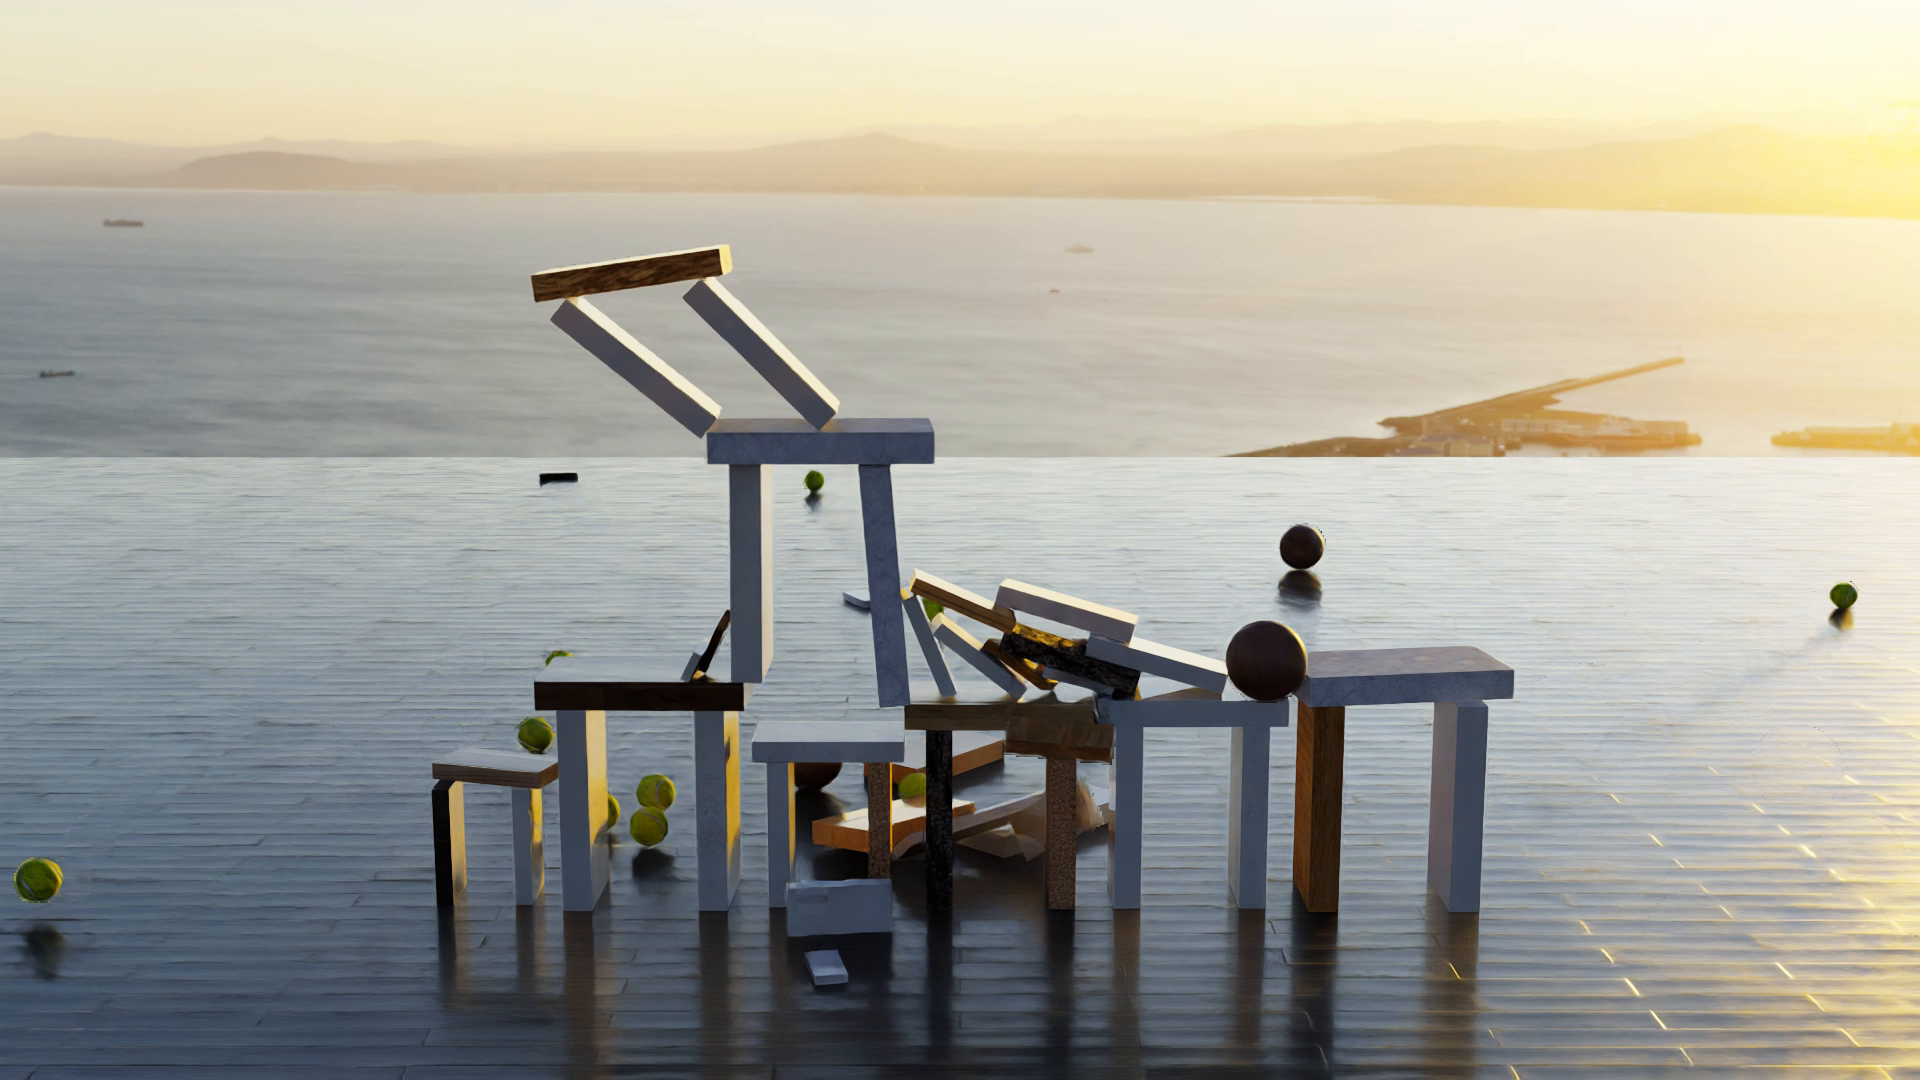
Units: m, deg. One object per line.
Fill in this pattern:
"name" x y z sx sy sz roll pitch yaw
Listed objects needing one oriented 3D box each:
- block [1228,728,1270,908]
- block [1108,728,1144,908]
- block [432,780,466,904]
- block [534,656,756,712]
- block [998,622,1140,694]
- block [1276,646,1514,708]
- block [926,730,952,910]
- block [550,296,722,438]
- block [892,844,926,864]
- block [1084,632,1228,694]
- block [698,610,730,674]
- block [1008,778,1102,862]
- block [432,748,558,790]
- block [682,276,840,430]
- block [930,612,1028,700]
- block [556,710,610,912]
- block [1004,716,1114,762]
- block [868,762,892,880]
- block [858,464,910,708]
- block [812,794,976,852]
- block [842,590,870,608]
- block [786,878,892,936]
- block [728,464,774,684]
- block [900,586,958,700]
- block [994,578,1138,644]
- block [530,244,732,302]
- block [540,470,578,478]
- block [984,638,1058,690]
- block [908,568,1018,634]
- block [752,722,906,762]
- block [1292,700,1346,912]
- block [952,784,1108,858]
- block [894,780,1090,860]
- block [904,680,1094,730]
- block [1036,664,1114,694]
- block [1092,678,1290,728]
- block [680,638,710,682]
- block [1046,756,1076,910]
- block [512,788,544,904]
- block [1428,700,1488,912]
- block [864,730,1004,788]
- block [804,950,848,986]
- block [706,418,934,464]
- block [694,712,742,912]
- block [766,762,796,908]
"block" 0.478 0.438 3.646 0.043 0.307 0.153 0 11 0
"block" 0.274 0.438 3.646 0.043 0.307 0.153 0 11 0
"block" -0.847 0.494 3.647 0.028 0.196 0.098 0 11 0
"block" -0.513 0.235 3.605 0.337 0.048 0.168 0 11 1
"block" 0.183 0.192 3.605 0.230 0.033 0.115 18 8 4
"block" 0.714 0.223 3.622 0.345 0.049 0.172 -2 11 -9
"block" -0.034 0.441 3.638 0.043 0.303 0.152 0 11 -1
"block" -0.509 -0.277 3.477 0.294 0.042 0.147 39 5 -9
"block" -0.091 0.547 3.855 0.120 0.017 0.060 3 11 13
"block" 0.322 0.195 3.609 0.230 0.033 0.115 16 8 3
"block" -0.395 0.164 3.561 0.014 0.101 0.050 26 38 -1
"block" 0.164 0.483 3.796 0.165 0.082 0.023 -35 -21 34
"block" -0.765 0.379 3.656 0.196 0.028 0.098 3 11 17
"block" -0.313 -0.301 3.493 0.294 0.042 0.147 44 7 -8
"block" 0.030 0.188 3.579 0.177 0.025 0.089 38 6 -9
"block" -0.622 0.424 3.639 0.048 0.337 0.168 0 11 1
"block" 0.157 0.313 3.456 0.165 0.023 0.082 5 22 7
"block" -0.132 0.470 3.643 0.035 0.246 0.123 0 11 0
"block" -0.124 0.059 3.571 0.050 0.393 0.177 -5 10 -2
"block" -0.117 0.506 3.940 0.138 0.039 0.275 2 6 43
"block" -0.257 0.159 5.938 0.068 0.019 0.136 -6 12 -28
"block" -0.191 0.582 3.484 0.165 0.082 0.023 -1 15 -7
"block" -0.338 0.038 3.565 0.050 0.355 0.177 1 10 1
"block" -0.052 0.165 3.583 0.025 0.177 0.089 -22 11 1
"block" 0.178 0.116 3.644 0.230 0.033 0.115 16 7 6
"block" -0.514 -0.421 3.464 0.294 0.042 0.147 -8 10 1
"block" -1.478 -0.242 8.094 0.136 0.019 0.068 -2 11 -10
"block" 0.099 0.204 3.609 0.124 0.017 0.060 36 9 18
"block" 0.004 0.099 3.570 0.177 0.025 0.089 23 7 -6
"block" -0.214 0.332 3.617 0.246 0.035 0.123 0 11 0
"block" 0.592 0.421 3.636 0.049 0.345 0.172 0 11 0
"block" 0.146 0.507 4.011 0.138 0.039 0.337 10 15 43
"block" 0.058 0.488 3.848 0.376 0.019 0.068 -13 -21 -30
"block" 0.065 0.272 3.604 0.303 0.043 0.152 0 11 2
"block" 0.189 0.223 3.589 0.120 0.017 0.060 15 8 -9
"block" 0.376 0.266 3.614 0.307 0.043 0.153 0 11 0
"block" -0.426 0.194 3.555 0.014 0.050 0.101 27 11 -1
"block" 0.167 0.441 3.642 0.043 0.303 0.152 0 11 0
"block" -0.716 0.494 3.647 0.028 0.196 0.098 0 11 0
"block" 0.822 0.421 3.636 0.049 0.345 0.172 0 11 0
"block" -0.050 0.434 4.400 0.138 0.039 0.275 8 13 38
"block" -0.203 0.646 3.327 0.050 0.014 0.101 -2 11 -12
"block" -0.222 -0.159 3.517 0.355 0.050 0.177 0 10 -4
"block" -0.400 0.424 3.639 0.048 0.337 0.168 0 11 2
"block" -0.295 0.470 3.643 0.035 0.246 0.123 0 11 0
